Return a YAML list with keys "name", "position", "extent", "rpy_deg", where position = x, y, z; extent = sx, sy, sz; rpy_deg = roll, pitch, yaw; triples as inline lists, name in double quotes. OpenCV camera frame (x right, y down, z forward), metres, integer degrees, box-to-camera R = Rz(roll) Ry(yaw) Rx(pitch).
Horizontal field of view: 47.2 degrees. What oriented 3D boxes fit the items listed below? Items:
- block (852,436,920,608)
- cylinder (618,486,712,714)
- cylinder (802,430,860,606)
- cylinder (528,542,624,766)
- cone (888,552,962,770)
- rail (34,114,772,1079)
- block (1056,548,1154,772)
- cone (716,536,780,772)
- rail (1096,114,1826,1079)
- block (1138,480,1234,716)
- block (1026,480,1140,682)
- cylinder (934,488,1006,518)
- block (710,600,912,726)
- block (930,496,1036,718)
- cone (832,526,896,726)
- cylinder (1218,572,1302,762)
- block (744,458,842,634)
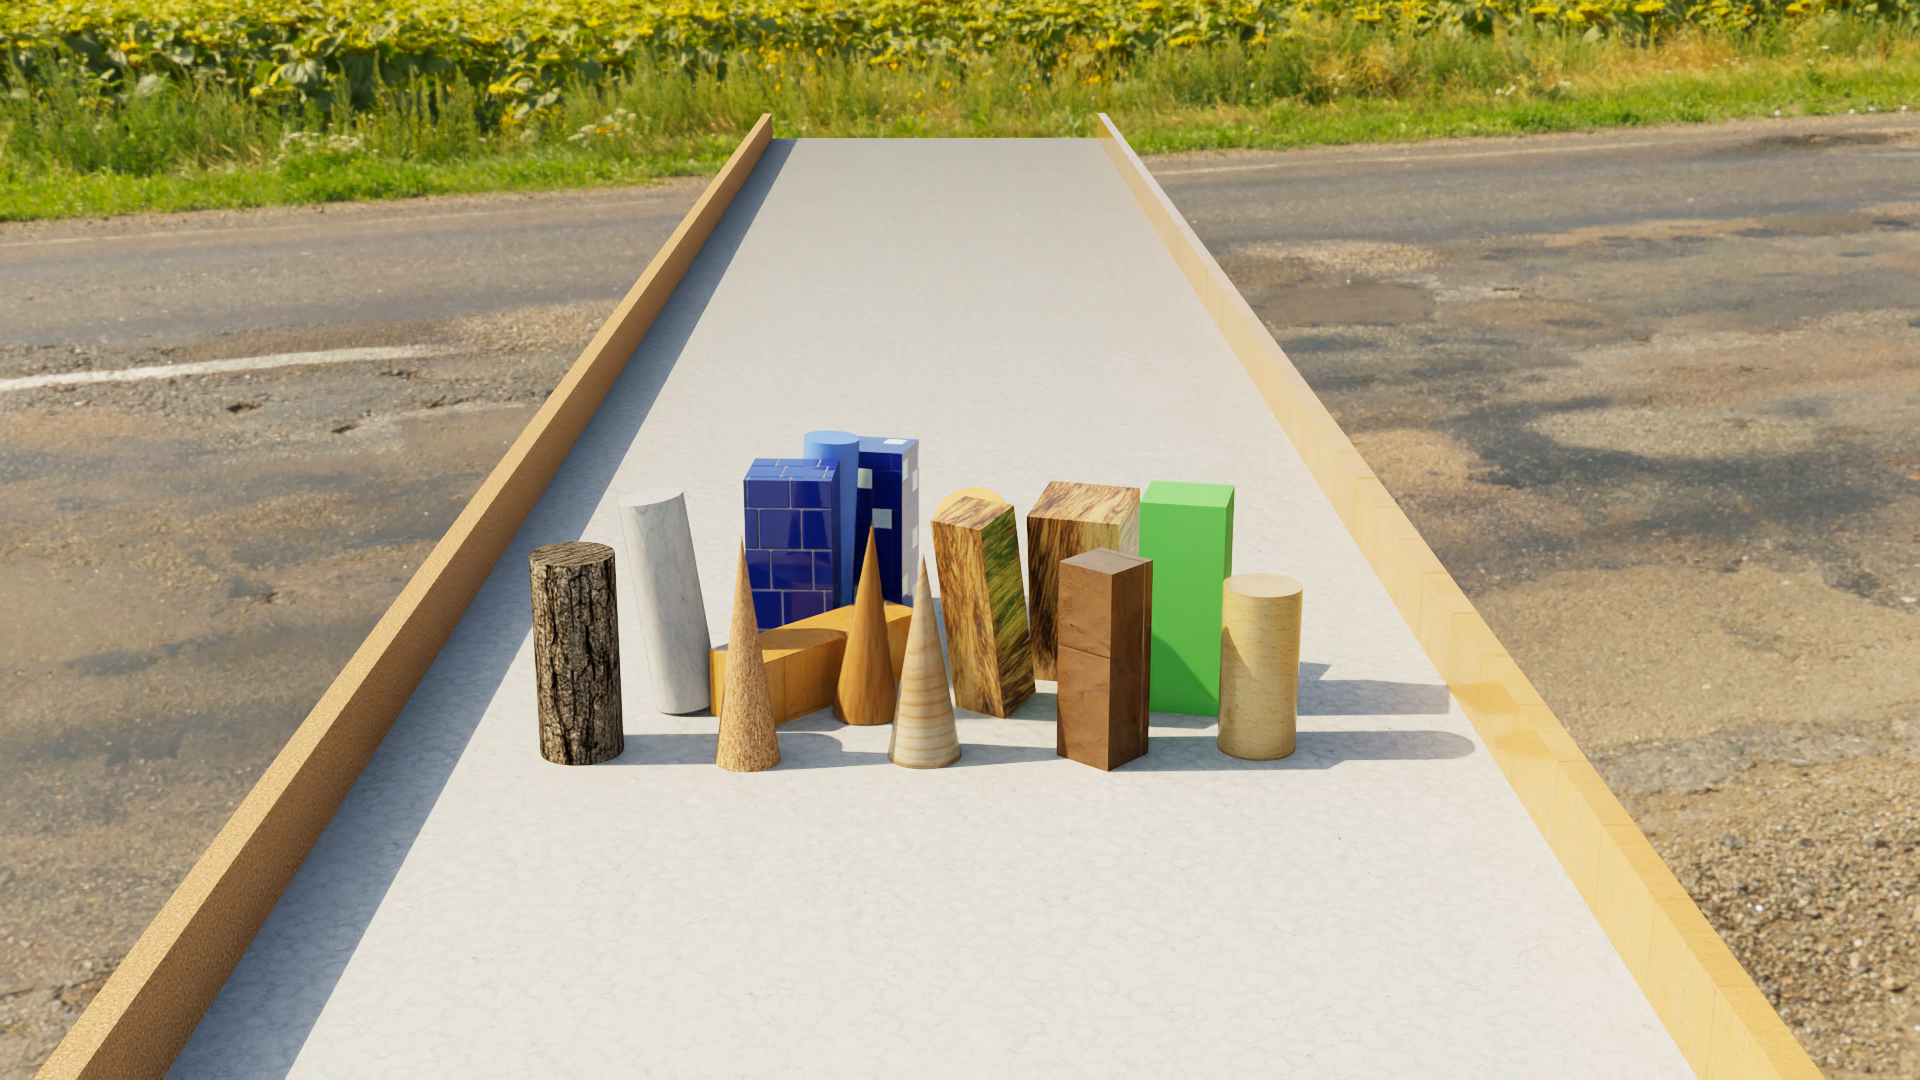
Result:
- name: "block"
  position: [-0.173, -0.025, 4.666]
  extent: [0.142, 0.363, 0.142]
  rpy_deg: [4, 15, 13]
- name: "cylinder"
  position: [-0.543, 0.113, 4.112]
  extent: [0.122, 0.407, 0.122]
  rpy_deg: [-8, 16, 2]
- name: "cylinder"
  position: [-0.274, -0.014, 4.543]
  extent: [0.114, 0.410, 0.114]
  rpy_deg: [3, 17, -1]
- name: "cylinder"
  position: [-0.679, 0.201, 3.903]
  extent: [0.149, 0.369, 0.149]
  rpy_deg: [0, 17, 0]
- name: "cone"
  position: [-0.064, 0.201, 3.878]
  extent: [0.133, 0.383, 0.133]
  rpy_deg: [0, 17, 0]
- name: "rail"
  position: [-1.118, -0.838, 7.780]
  extent: [0.050, 0.150, 12.000]
  rpy_deg: [0, 17, -1]
- name: "block"
  position: [0.255, 0.210, 3.885]
  extent: [0.117, 0.363, 0.117]
  rpy_deg: [14, 22, 40]
- name: "cone"
  position: [-0.377, 0.190, 3.851]
  extent: [0.116, 0.420, 0.116]
  rpy_deg: [0, 17, 0]
- name: "rail"
  position: [0.932, -0.844, 7.801]
  extent: [0.050, 0.150, 12.000]
  rpy_deg: [0, 17, -1]
- name: "block"
  position: [0.424, 0.109, 4.147]
  extent: [0.158, 0.407, 0.158]
  rpy_deg: [4, 17, 12]
- name: "block"
  position: [0.245, 0.085, 4.292]
  extent: [0.179, 0.347, 0.179]
  rpy_deg: [5, 25, 16]
- name: "cylinder"
  position: [0.043, 0.070, 4.310]
  extent: [0.144, 0.378, 0.144]
  rpy_deg: [-4, 53, 5]
- name: "block"
  position: [-0.271, 0.233, 4.214]
  extent: [0.130, 0.130, 0.432]
  rpy_deg: [15, 22, 41]
- name: "block"
  position: [0.045, 0.126, 4.087]
  extent: [0.110, 0.394, 0.110]
  rpy_deg: [11, 32, 34]
- name: "cone"
  position: [-0.169, 0.144, 4.070]
  extent: [0.124, 0.378, 0.124]
  rpy_deg: [3, 17, -1]
- name: "cylinder"
  position: [0.535, 0.226, 3.929]
  extent: [0.141, 0.306, 0.141]
  rpy_deg: [0, 17, 0]
- name: "block"
  position: [-0.331, 0.045, 4.401]
  extent: [0.171, 0.385, 0.171]
  rpy_deg: [1, 17, 3]
